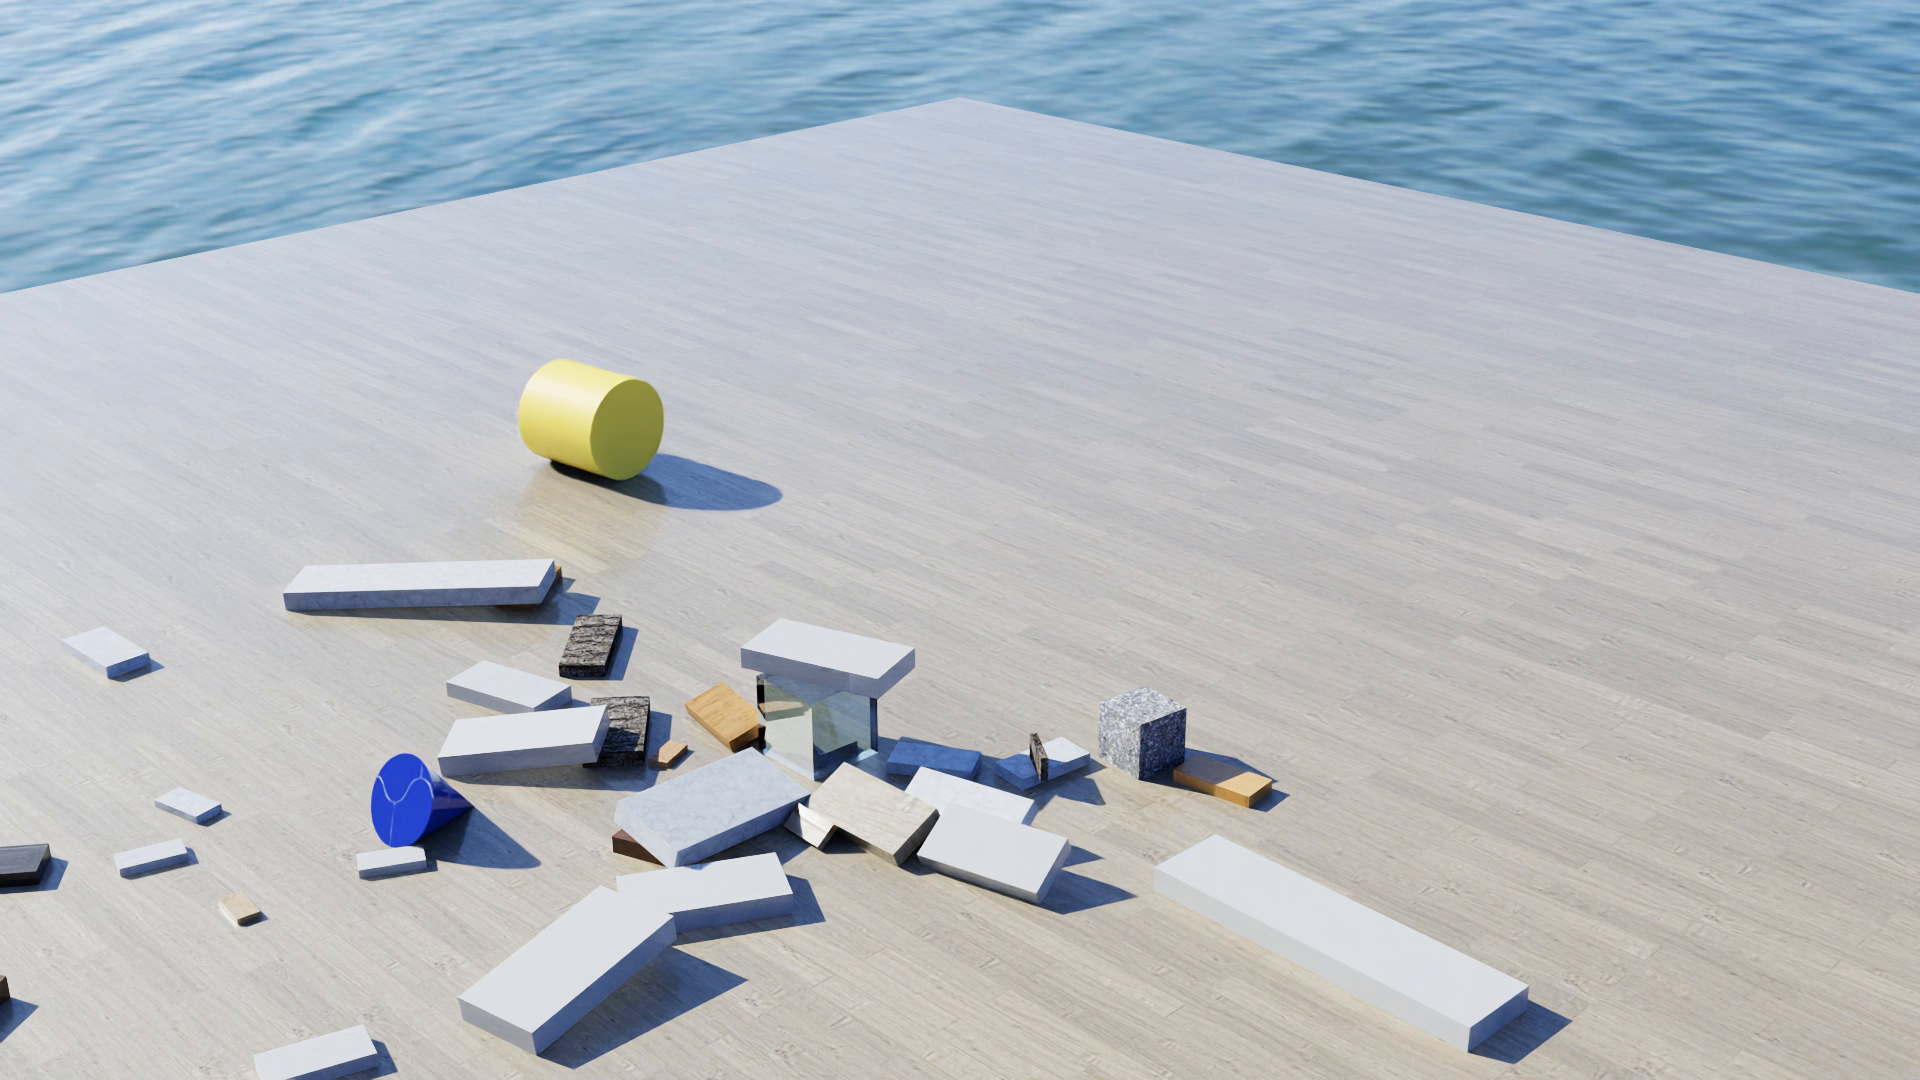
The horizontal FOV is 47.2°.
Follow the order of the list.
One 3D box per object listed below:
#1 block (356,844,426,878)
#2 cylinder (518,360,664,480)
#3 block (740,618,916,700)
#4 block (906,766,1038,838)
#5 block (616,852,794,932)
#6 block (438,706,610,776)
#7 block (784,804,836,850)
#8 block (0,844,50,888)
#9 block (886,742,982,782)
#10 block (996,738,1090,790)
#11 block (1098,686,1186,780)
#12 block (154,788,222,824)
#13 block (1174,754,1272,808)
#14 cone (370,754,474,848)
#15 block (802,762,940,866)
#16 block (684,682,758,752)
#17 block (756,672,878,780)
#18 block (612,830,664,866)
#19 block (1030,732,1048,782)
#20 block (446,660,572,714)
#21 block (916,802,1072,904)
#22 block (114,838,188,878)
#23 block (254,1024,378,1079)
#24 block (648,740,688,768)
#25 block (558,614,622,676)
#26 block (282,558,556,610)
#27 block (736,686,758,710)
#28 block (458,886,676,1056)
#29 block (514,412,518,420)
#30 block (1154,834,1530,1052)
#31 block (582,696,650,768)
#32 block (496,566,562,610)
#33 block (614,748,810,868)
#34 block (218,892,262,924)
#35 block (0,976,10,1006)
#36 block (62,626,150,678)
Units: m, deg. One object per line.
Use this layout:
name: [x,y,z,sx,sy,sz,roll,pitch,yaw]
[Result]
block: [-1.104,0.623,4.269,0.127,0.018,0.063,-7,24,-16]
cylinder: [-1.038,-0.340,6.195,0.287,0.287,0.287,17,28,34]
block: [-0.279,0.249,4.654,0.329,0.047,0.165,11,25,24]
block: [0.007,0.544,4.358,0.266,0.038,0.133,13,53,30]
block: [-0.480,0.667,4.133,0.307,0.043,0.153,-7,24,-15]
block: [-0.919,0.424,4.648,0.329,0.047,0.165,-6,23,4]
block: [-0.297,0.569,4.360,0.110,0.016,0.055,24,73,43]
block: [-1.874,0.632,4.234,0.211,0.030,0.105,-3,23,-8]
block: [-0.054,0.467,4.627,0.183,0.026,0.091,6,24,13]
block: [0.174,0.469,4.623,0.184,0.026,0.092,-17,28,-35]
block: [0.384,0.405,4.640,0.129,0.129,0.129,-17,28,-34]
block: [-1.568,0.539,4.467,0.127,0.018,0.063,14,27,30]
block: [0.544,0.498,4.555,0.183,0.026,0.091,17,29,35]
cone: [-1.046,0.528,4.410,0.187,0.187,0.187,19,3,38]
block: [-0.177,0.543,4.368,0.265,0.038,0.133,21,55,40]
block: [-0.506,0.383,4.778,0.099,0.028,0.199,-31,37,-22]
block: [-0.302,0.370,4.659,0.180,0.180,0.180,-21,30,-40]
block: [-0.568,0.563,4.388,0.127,0.036,0.254,11,25,24]
block: [0.163,0.451,4.562,0.016,0.055,0.110,-4,23,-10]
block: [-1.009,0.337,4.920,0.254,0.036,0.127,13,26,28]
block: [0.065,0.600,4.228,0.266,0.038,0.133,13,53,29]
block: [-1.575,0.618,4.281,0.127,0.018,0.063,-12,26,-27]
block: [-1.076,0.870,3.677,0.184,0.026,0.092,-12,26,-26]
block: [-0.620,0.455,4.672,0.045,0.013,0.090,9,25,20]
block: [-0.863,0.245,5.144,0.105,0.030,0.273,0,23,0]
block: [-1.323,0.109,5.399,0.633,0.047,0.165,-2,23,4]
block: [-0.430,0.380,4.828,0.099,0.028,0.199,-19,30,-38]
block: [-0.686,0.752,3.869,0.179,0.051,0.357,15,35,32]
block: [-1.282,-0.367,6.606,0.110,0.016,0.055,19,30,38]
block: [0.678,0.720,4.000,0.179,0.051,0.708,-20,30,-39]
block: [-0.740,0.412,4.744,0.127,0.036,0.254,-2,23,-4]
block: [-1.069,0.114,5.456,0.099,0.028,0.199,4,23,9]
block: [-0.488,0.530,4.361,0.179,0.051,0.357,34,34,31]
block: [-1.350,0.689,4.120,0.045,0.013,0.090,-17,29,-35]
block: [-1.780,0.838,3.731,0.153,0.043,0.320,5,24,12]
block: [-1.985,0.260,5.110,0.211,0.030,0.105,20,30,39]
